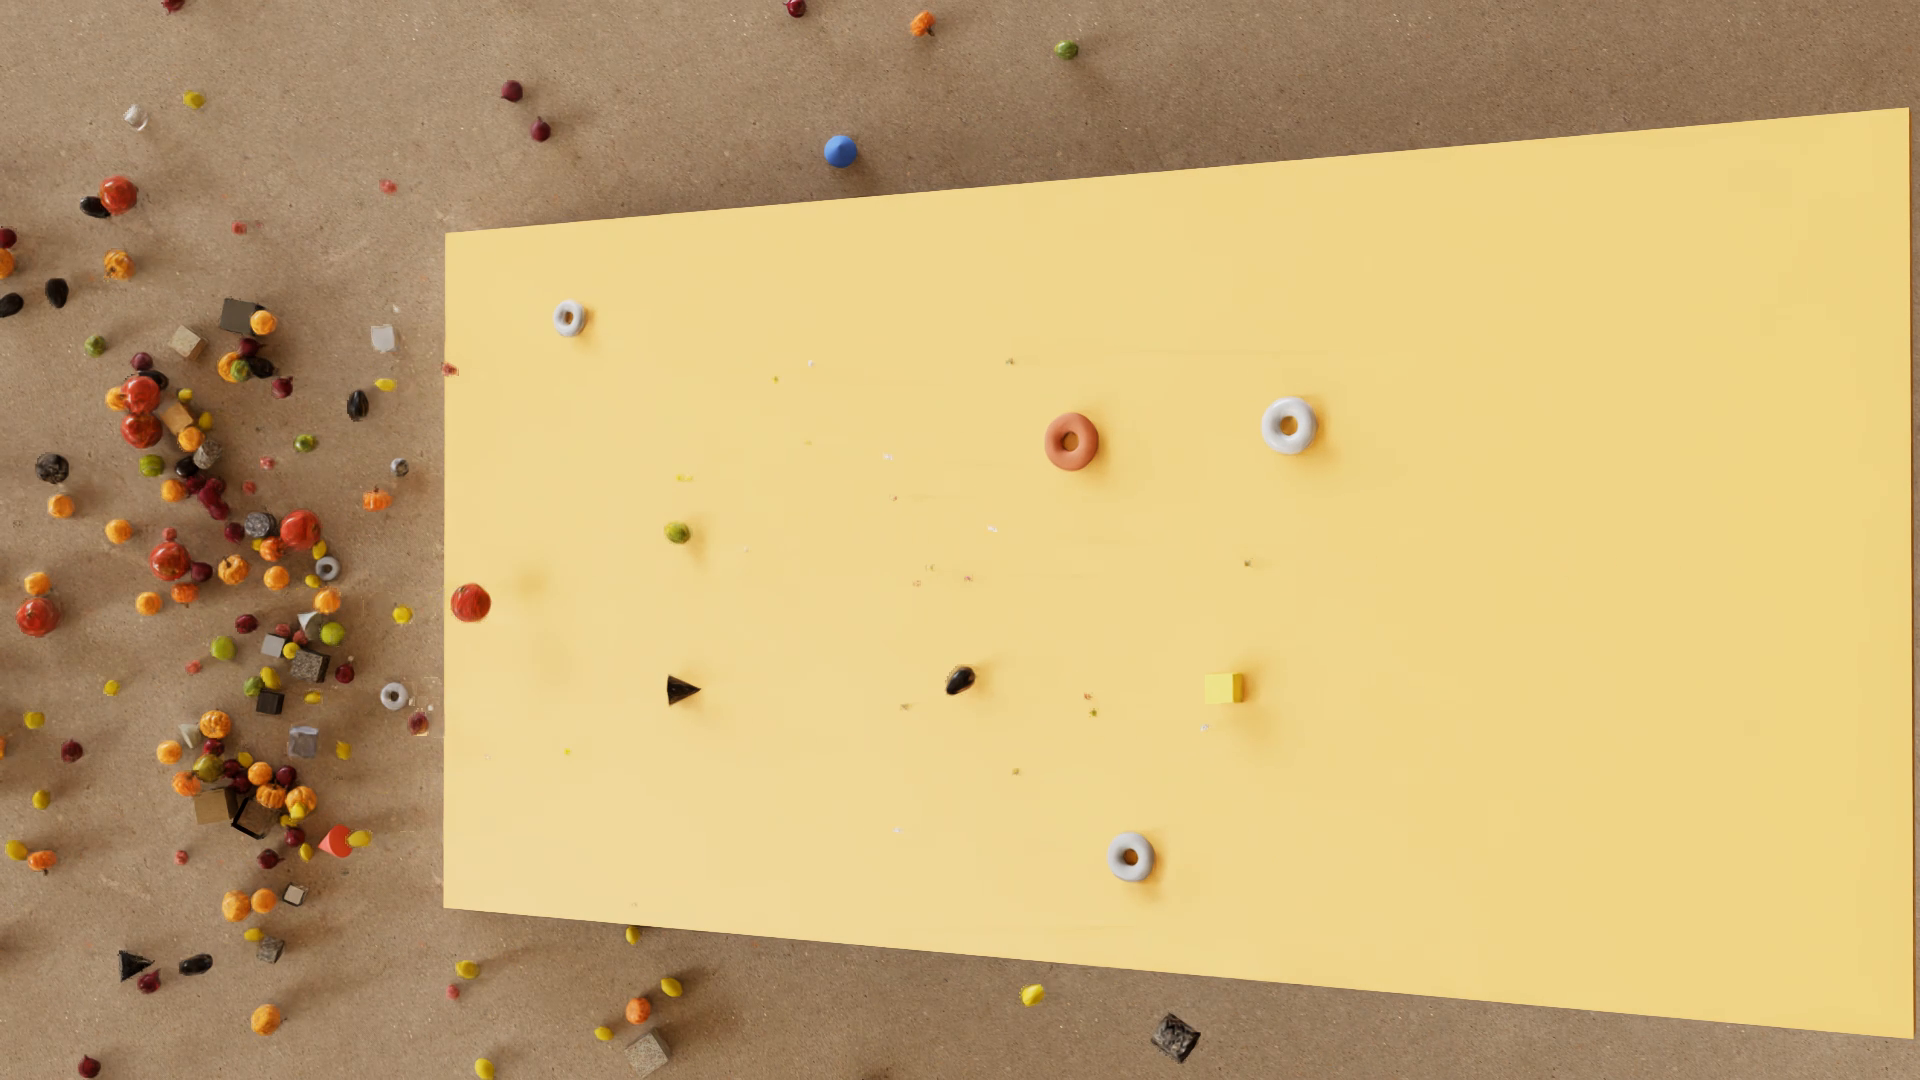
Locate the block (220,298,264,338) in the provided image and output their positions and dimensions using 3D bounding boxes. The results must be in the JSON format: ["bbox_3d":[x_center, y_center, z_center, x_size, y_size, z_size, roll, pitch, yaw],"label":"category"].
[{"bbox_3d":[-2.146,-0.665,6.574,0.092,0.092,0.092,11,89,0],"label":"block"}]

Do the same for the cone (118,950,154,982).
[{"bbox_3d":[-2.460,1.269,6.578,0.095,0.095,0.095,-2,89,-27],"label":"cone"}]

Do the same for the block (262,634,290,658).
[{"bbox_3d":[-2.048,0.316,6.581,0.058,0.058,0.058,17,89,0],"label":"block"}]

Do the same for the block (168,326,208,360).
[{"bbox_3d":[-2.311,-0.591,6.584,0.071,0.071,0.071,36,89,0],"label":"block"}]

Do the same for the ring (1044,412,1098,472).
[{"bbox_3d":[0.282,-0.249,5.586,0.149,0.050,0.149,-1,88,28],"label":"ring"}]

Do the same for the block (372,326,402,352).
[{"bbox_3d":[-1.714,-0.601,6.582,0.064,0.064,0.064,-7,90,6],"label":"block"}]

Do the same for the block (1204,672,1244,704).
[{"bbox_3d":[0.646,0.363,5.383,0.071,0.071,0.071,-3,88,27],"label":"block"}]

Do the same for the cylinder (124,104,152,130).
[{"bbox_3d":[-2.468,-1.267,6.599,0.055,0.055,0.055,41,89,0],"label":"cylinder"}]

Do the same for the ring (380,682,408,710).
[{"bbox_3d":[-1.695,0.469,6.594,0.084,0.028,0.084,0,89,1],"label":"ring"}]

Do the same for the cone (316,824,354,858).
[{"bbox_3d":[-1.889,0.910,6.581,0.100,0.100,0.100,-15,89,26],"label":"cone"}]

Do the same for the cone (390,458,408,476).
[{"bbox_3d":[-1.685,-0.220,6.588,0.056,0.056,0.056,0,89,0],"label":"cone"}]

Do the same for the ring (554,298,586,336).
[{"bbox_3d":[-1.118,-0.637,6.303,0.110,0.037,0.110,-1,89,28],"label":"ring"}]

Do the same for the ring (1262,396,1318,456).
[{"bbox_3d":[0.798,-0.277,5.327,0.142,0.047,0.142,-1,88,28],"label":"ring"}]

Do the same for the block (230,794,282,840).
[{"bbox_3d":[-2.099,0.827,6.558,0.092,0.092,0.092,28,89,0],"label":"block"}]

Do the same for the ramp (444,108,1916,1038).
[{"bbox_3d":[0.279,0.079,5.667,4.000,0.100,2.000,0,89,27],"label":"ramp"}]

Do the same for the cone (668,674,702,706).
[{"bbox_3d":[-0.762,0.417,6.110,0.090,0.090,0.090,-2,89,0],"label":"cone"}]

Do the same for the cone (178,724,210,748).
[{"bbox_3d":[-2.282,0.569,6.589,0.082,0.082,0.082,-31,89,-27],"label":"cone"}]

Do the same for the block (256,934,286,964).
[{"bbox_3d":[-2.057,1.223,6.564,0.055,0.055,0.055,22,115,0],"label":"block"}]

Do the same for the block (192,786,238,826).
[{"bbox_3d":[-2.218,0.790,6.558,0.094,0.094,0.094,-10,89,0],"label":"block"}]

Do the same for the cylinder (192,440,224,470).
[{"bbox_3d":[-2.246,-0.256,6.570,0.066,0.066,0.066,-37,89,38],"label":"cylinder"}]

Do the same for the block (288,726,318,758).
[{"bbox_3d":[-1.957,0.602,6.555,0.074,0.074,0.074,7,98,-13],"label":"block"}]

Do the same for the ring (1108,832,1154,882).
[{"bbox_3d":[0.428,0.795,5.505,0.126,0.042,0.126,0,90,26],"label":"ring"}]

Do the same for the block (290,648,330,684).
[{"bbox_3d":[-1.941,0.376,6.568,0.082,0.082,0.082,15,89,0],"label":"block"}]

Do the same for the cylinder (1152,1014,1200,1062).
[{"bbox_3d":[0.538,1.241,5.484,0.087,0.087,0.087,32,89,22],"label":"cylinder"}]

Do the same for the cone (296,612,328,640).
[{"bbox_3d":[-1.959,0.240,6.591,0.089,0.089,0.089,25,89,27],"label":"cone"}]

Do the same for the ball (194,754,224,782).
[{"bbox_3d":[-2.231,0.678,6.531,0.085,0.085,0.085,0,89,0],"label":"ball"}]

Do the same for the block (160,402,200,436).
[{"bbox_3d":[-2.332,-0.361,6.581,0.072,0.072,0.072,-38,90,0],"label":"block"}]

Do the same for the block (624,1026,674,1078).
[{"bbox_3d":[-0.928,1.525,6.548,0.098,0.098,0.098,-33,89,0],"label":"block"}]

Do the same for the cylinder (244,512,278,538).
[{"bbox_3d":[-2.091,-0.045,6.576,0.075,0.075,0.075,0,89,0],"label":"cylinder"}]

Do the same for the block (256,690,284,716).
[{"bbox_3d":[-2.064,0.487,6.579,0.059,0.059,0.059,11,89,0],"label":"block"}]

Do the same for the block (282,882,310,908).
[{"bbox_3d":[-1.988,1.059,6.575,0.053,0.053,0.053,23,89,0],"label":"block"}]

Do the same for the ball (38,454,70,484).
[{"bbox_3d":[-2.709,-0.213,6.571,0.089,0.089,0.089,0,89,0],"label":"ball"}]

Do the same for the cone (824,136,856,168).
[{"bbox_3d":[-0.359,-1.171,6.577,0.098,0.098,0.098,0,89,0],"label":"cone"}]

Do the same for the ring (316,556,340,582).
[{"bbox_3d":[-1.897,0.086,6.600,0.077,0.026,0.077,0,90,1],"label":"ring"}]
